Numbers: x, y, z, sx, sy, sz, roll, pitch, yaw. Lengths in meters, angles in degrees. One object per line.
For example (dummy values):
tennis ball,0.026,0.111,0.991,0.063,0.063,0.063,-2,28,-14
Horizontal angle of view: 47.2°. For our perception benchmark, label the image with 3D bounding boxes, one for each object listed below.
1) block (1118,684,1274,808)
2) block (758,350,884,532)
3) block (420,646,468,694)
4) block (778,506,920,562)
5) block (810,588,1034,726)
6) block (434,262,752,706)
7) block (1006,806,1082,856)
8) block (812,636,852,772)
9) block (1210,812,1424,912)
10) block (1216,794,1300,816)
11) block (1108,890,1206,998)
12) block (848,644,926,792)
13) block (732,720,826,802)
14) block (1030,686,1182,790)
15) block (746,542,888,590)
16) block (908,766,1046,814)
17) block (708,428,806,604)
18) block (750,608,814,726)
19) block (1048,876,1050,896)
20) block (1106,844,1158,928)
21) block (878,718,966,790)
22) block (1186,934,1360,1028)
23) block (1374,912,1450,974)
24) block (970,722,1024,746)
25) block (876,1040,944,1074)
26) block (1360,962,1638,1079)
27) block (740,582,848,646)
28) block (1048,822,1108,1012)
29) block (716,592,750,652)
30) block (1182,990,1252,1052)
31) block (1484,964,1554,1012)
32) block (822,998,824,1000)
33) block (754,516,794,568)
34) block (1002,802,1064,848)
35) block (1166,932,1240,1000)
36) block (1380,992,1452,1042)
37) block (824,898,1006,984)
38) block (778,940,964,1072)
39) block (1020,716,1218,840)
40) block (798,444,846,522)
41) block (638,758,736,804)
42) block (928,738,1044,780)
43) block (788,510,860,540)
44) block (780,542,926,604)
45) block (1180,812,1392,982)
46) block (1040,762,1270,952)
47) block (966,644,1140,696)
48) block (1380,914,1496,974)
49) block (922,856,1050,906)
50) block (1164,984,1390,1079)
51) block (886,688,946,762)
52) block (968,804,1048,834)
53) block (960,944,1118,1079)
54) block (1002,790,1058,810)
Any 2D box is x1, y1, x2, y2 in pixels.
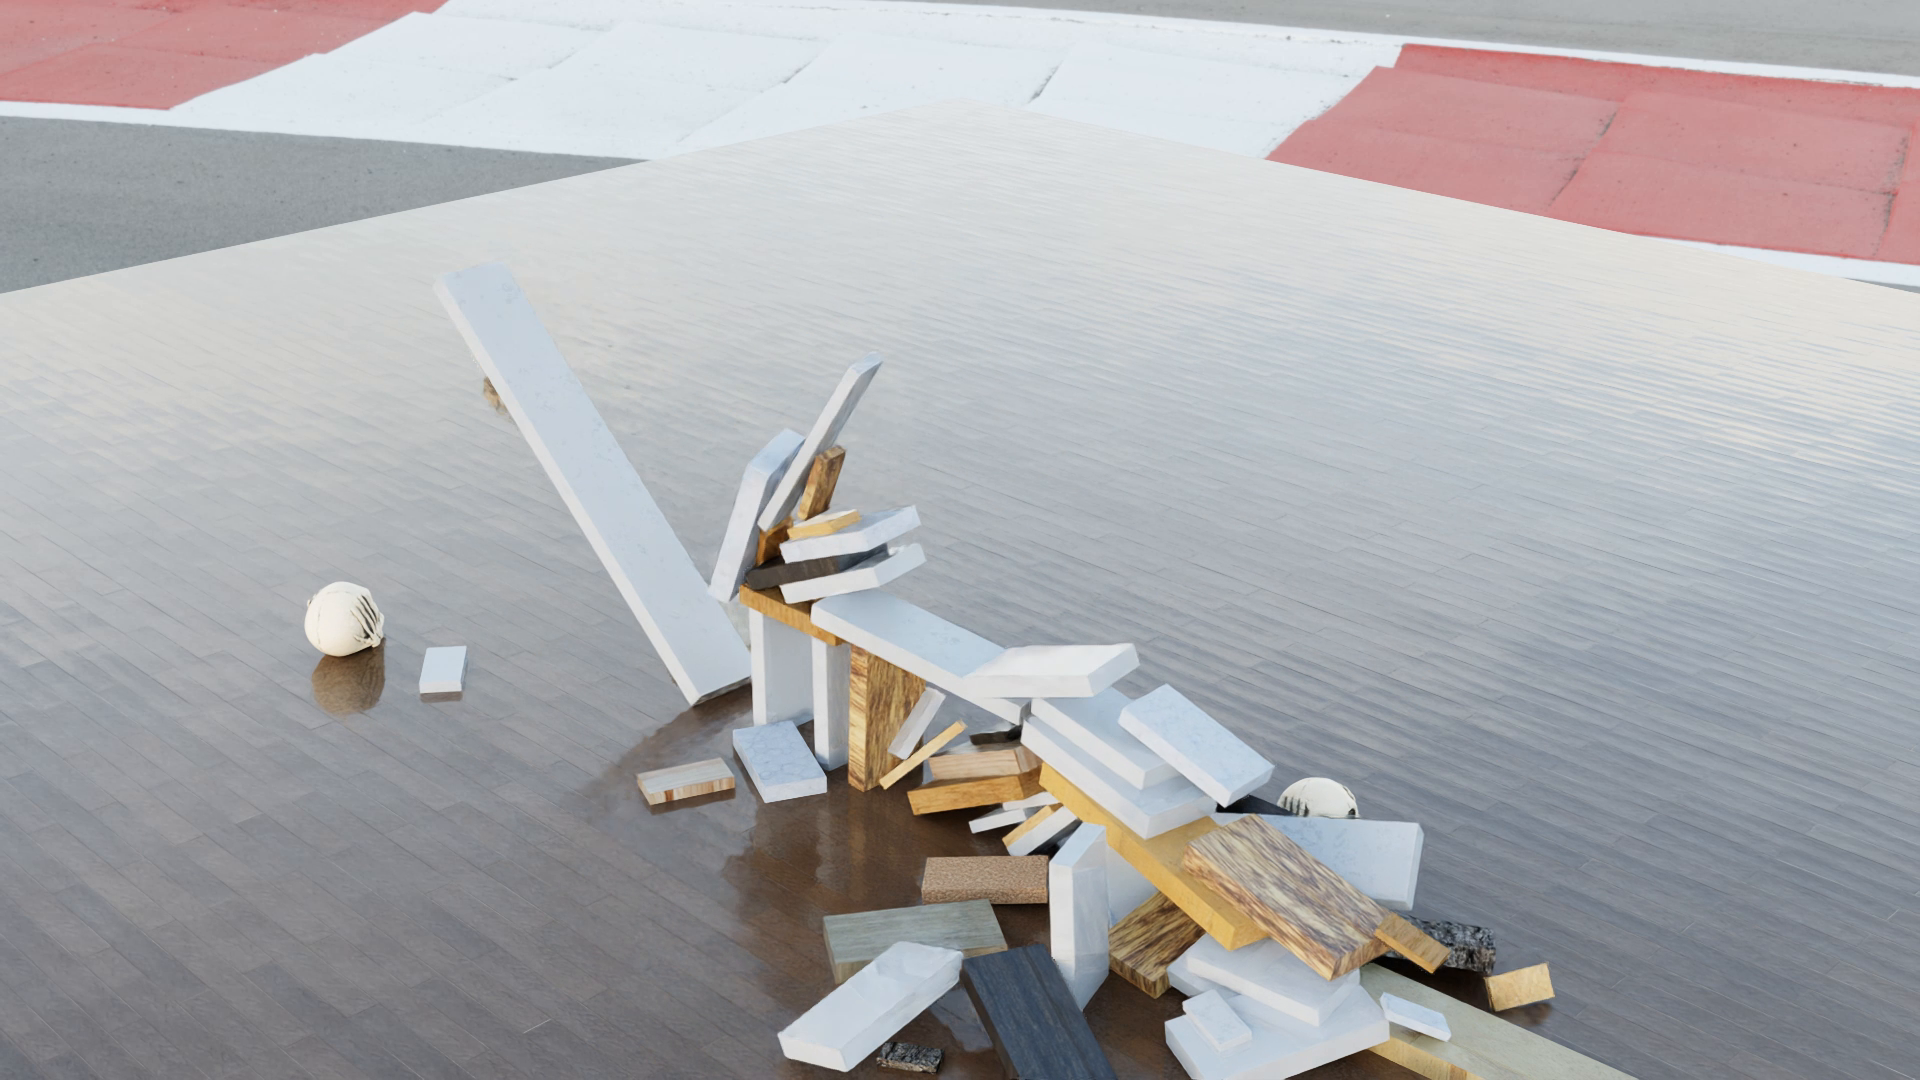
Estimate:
block,0.430,0.373,4.011,0.263,0.037,0.131,38,40,28
block,-0.282,-0.193,4.399,0.026,0.468,0.090,41,40,8
block,-1.181,0.296,5.031,0.090,0.026,0.181,-3,23,-7
block,-0.225,-0.010,4.454,0.144,0.041,0.287,-27,11,-38
block,-0.048,0.217,4.362,0.522,0.042,0.149,24,34,30
block,-0.845,-0.148,5.073,0.176,0.050,1.198,-21,71,-40
block,0.198,0.544,4.228,0.117,0.234,0.033,-18,73,-40
block,-0.237,0.321,4.619,0.150,0.301,0.043,-21,31,-41
block,0.622,0.594,4.092,0.457,0.044,0.155,0,57,27
block,0.576,0.588,4.192,0.333,0.047,0.166,20,69,38
block,0.402,0.693,3.971,0.301,0.043,0.150,-32,40,-29
block,-0.149,0.334,4.532,0.048,0.341,0.171,25,34,38
block,-0.381,0.463,4.621,0.131,0.037,0.263,-8,24,-18
block,0.289,0.353,4.095,0.149,0.042,0.299,-17,37,-38
block,-0.300,0.043,4.566,0.287,0.041,0.144,-11,12,45
block,0.069,0.481,4.365,0.171,0.048,0.341,-19,2,-41
block,-0.427,-0.049,4.618,0.050,0.353,0.176,27,37,8
block,-0.379,0.266,4.749,0.043,0.301,0.150,21,31,40
block,0.190,0.660,4.186,0.099,0.014,0.049,9,25,21
block,0.326,0.609,4.096,0.117,0.033,0.234,-2,64,-6
block,-0.076,0.439,4.517,0.203,0.022,0.078,-37,-2,3
block,0.534,0.733,3.760,0.263,0.037,0.131,18,38,37
block,0.755,0.672,3.673,0.115,0.016,0.058,33,38,24
block,0.091,0.385,4.407,0.078,0.022,0.157,-18,2,-28
block,-0.083,0.869,3.694,0.103,0.015,0.052,6,24,14
block,0.981,0.899,3.581,1.072,0.047,0.166,19,30,38
block,-0.308,0.135,4.618,0.301,0.043,0.150,21,31,40
block,0.208,0.660,3.818,0.043,0.301,0.150,8,24,25
block,-0.538,0.203,5.218,0.176,0.050,0.353,5,24,13
block,0.430,0.803,3.678,0.061,0.017,0.122,-18,31,-19
block,0.976,0.781,3.837,0.115,0.058,0.016,-10,-5,-14
block,-0.184,0.804,3.847,0.103,0.015,0.052,-16,28,-33
block,-0.396,0.014,4.669,0.076,0.153,0.022,-33,66,-31
block,0.162,0.546,4.284,0.086,0.171,0.024,-18,73,-41
block,0.519,0.714,3.875,0.293,0.041,0.146,-36,41,-26
block,0.762,0.798,3.679,0.115,0.016,0.058,22,20,-12
block,-0.084,0.727,3.992,0.310,0.044,0.155,-5,23,-11
block,-0.146,0.790,3.748,0.155,0.044,0.310,0,23,44
block,0.294,0.418,4.074,0.176,0.050,0.352,-15,35,-36
block,-0.280,-0.115,4.458,0.022,0.153,0.077,34,36,20
block,-0.567,0.499,4.553,0.181,0.026,0.090,-10,25,-22
block,0.094,0.422,4.385,0.171,0.048,0.341,-18,2,-31
block,-0.279,-0.032,4.498,0.077,0.022,0.153,-26,11,-37
block,-0.220,0.069,4.496,0.287,0.041,0.144,-12,12,45
block,0.569,0.609,3.787,0.176,0.050,0.352,-16,38,-38
block,0.378,0.541,3.972,0.176,0.050,0.546,-13,34,-34
block,0.172,0.246,4.133,0.299,0.042,0.149,-4,18,42
block,0.809,0.715,3.951,0.293,0.041,0.146,7,6,10
block,0.050,0.646,4.176,0.234,0.033,0.117,-2,23,6
block,0.531,0.823,3.687,0.333,0.047,0.167,-16,30,-15
block,-0.090,0.378,4.521,0.022,0.157,0.078,34,-9,-15
block,0.103,0.541,4.340,0.086,0.024,0.171,-19,-3,-41
block,0.150,0.847,3.610,0.150,0.043,0.471,-8,34,-18
block,0.169,0.490,4.253,0.085,0.024,0.171,-19,2,-43
